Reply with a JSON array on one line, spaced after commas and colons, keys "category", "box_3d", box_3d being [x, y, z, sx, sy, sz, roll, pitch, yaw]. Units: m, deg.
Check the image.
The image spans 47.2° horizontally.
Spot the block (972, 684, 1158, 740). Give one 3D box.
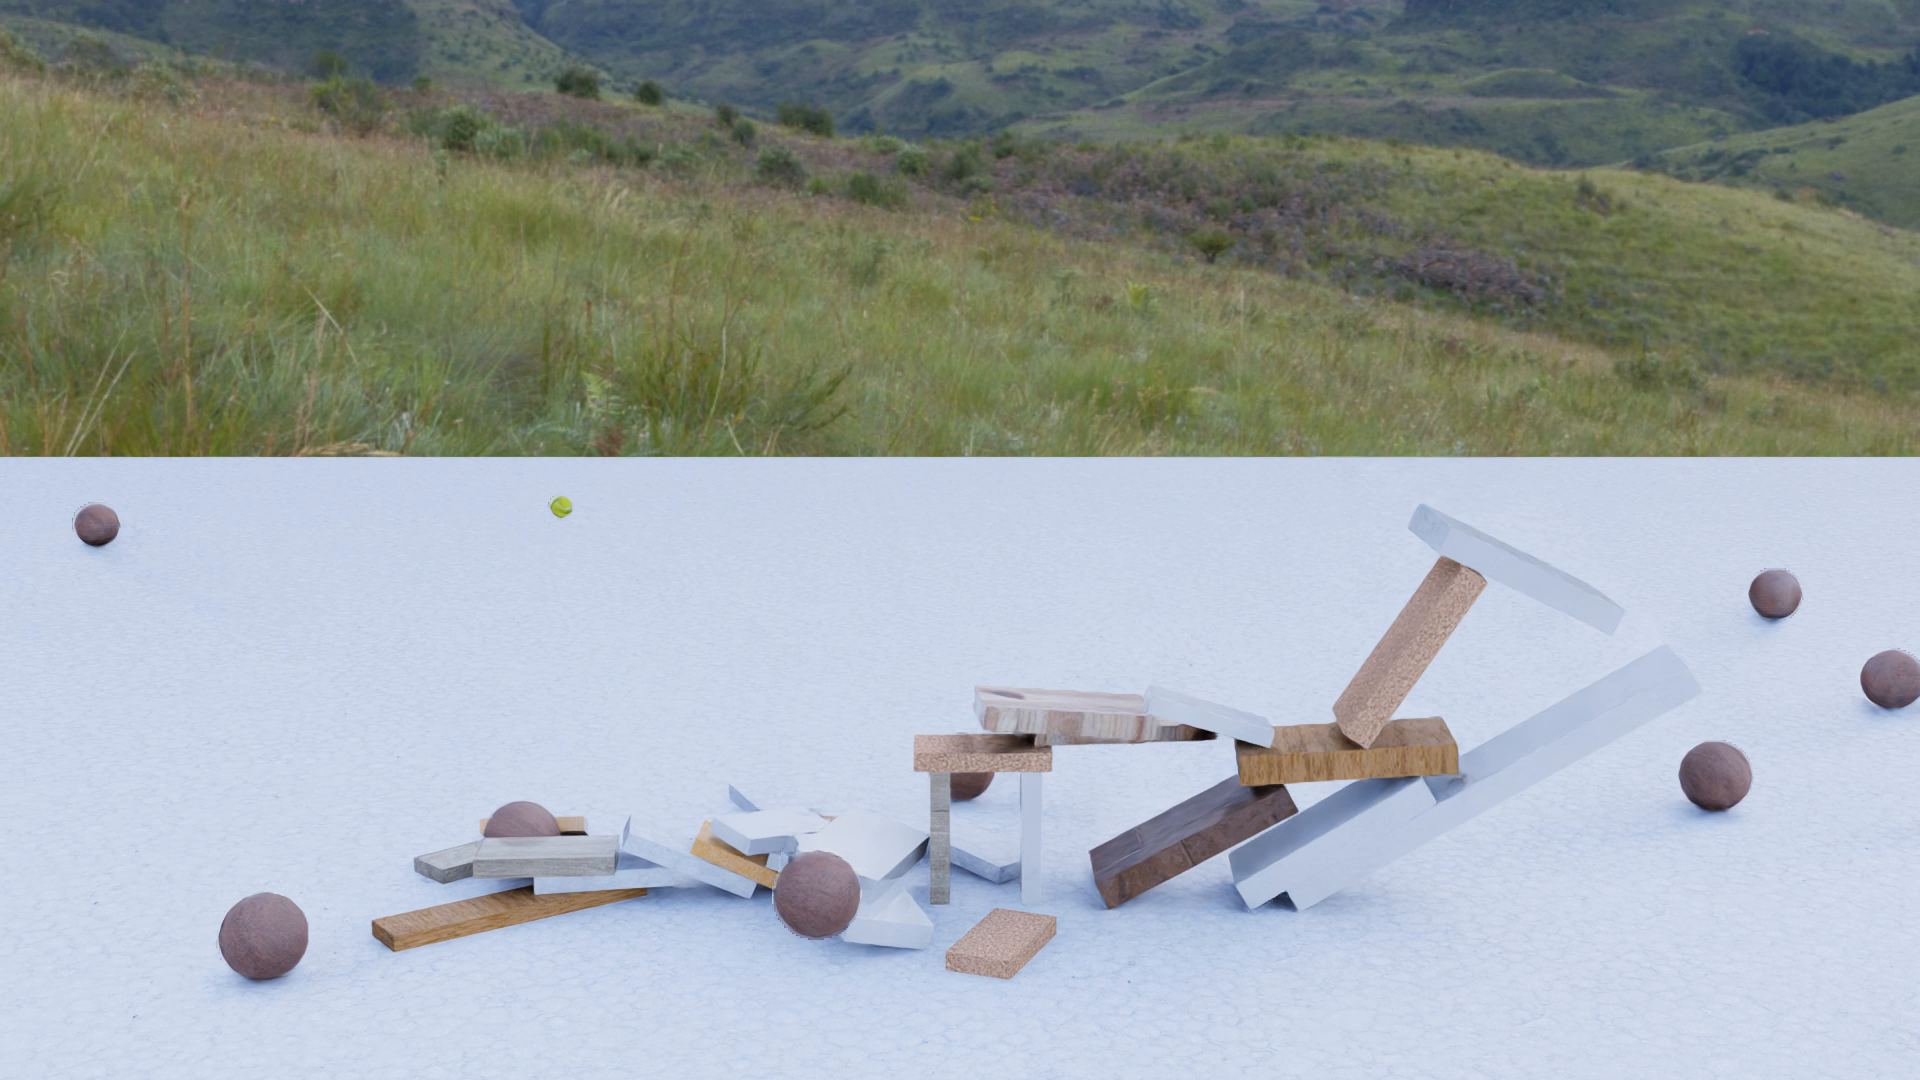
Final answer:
[{"category": "block", "box_3d": [0.172, 0.285, 3.634, 0.284, 0.040, 0.142, 4, 10, -7]}]

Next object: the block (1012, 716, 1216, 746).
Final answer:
[{"category": "block", "box_3d": [0.258, 0.315, 3.710, 0.347, 0.029, 0.104, 1, 11, -25]}]

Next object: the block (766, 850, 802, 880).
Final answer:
[{"category": "block", "box_3d": [-0.216, 0.548, 3.666, 0.200, 0.028, 0.100, 17, 12, 4]}]

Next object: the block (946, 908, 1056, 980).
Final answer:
[{"category": "block", "box_3d": [0.065, 0.624, 3.406, 0.104, 0.029, 0.208, 4, 11, 22]}]

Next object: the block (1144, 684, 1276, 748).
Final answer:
[{"category": "block", "box_3d": [0.409, 0.289, 3.622, 0.208, 0.029, 0.104, 16, 7, -1]}]

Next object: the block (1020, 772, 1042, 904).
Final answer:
[{"category": "block", "box_3d": [0.117, 0.478, 3.652, 0.032, 0.226, 0.113, 0, 10, 0]}]

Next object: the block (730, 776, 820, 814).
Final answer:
[{"category": "block", "box_3d": [-0.349, 0.492, 4.116, 0.106, 0.030, 0.212, -5, 11, -23]}]

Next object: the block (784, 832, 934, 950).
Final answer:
[{"category": "block", "box_3d": [-0.165, 0.558, 3.520, 0.142, 0.040, 0.314, 11, 13, -25]}]

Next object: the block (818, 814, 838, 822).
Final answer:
[{"category": "block", "box_3d": [-0.184, 0.529, 3.913, 0.212, 0.030, 0.106, 4, 11, 22]}]

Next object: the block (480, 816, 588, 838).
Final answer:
[{"category": "block", "box_3d": [-0.760, 0.512, 3.928, 0.182, 0.026, 0.091, -1, -12, -5]}]

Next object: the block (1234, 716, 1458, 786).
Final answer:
[{"category": "block", "box_3d": [0.633, 0.348, 3.629, 0.347, 0.049, 0.174, -4, 10, 5]}]

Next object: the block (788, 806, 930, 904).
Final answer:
[{"category": "block", "box_3d": [-0.159, 0.507, 3.566, 0.142, 0.040, 0.284, 19, 12, 13]}]

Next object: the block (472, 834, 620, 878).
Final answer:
[{"category": "block", "box_3d": [-0.680, 0.522, 3.628, 0.227, 0.032, 0.113, -1, 11, -4]}]

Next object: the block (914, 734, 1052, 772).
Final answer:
[{"category": "block", "box_3d": [0.037, 0.351, 3.627, 0.226, 0.032, 0.113, 0, 10, 0]}]

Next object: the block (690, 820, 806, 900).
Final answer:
[{"category": "block", "box_3d": [-0.347, 0.535, 3.674, 0.200, 0.028, 0.100, 24, 10, -3]}]

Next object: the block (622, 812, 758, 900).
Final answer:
[{"category": "block", "box_3d": [-0.450, 0.527, 3.667, 0.227, 0.032, 0.113, 23, 6, -11]}]

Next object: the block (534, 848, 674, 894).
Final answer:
[{"category": "block", "box_3d": [-0.594, 0.549, 3.662, 0.227, 0.032, 0.113, -2, 11, -11]}]

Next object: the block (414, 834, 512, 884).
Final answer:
[{"category": "block", "box_3d": [-0.841, 0.551, 3.807, 0.182, 0.026, 0.091, -10, 15, -44]}]

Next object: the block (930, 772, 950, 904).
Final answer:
[{"category": "block", "box_3d": [-0.033, 0.478, 3.652, 0.032, 0.226, 0.113, 0, 11, 0]}]

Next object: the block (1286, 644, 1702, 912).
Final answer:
[{"category": "block", "box_3d": [0.856, 0.388, 3.598, 0.727, 0.047, 0.165, -31, 6, 10]}]

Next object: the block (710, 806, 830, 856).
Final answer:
[{"category": "block", "box_3d": [-0.309, 0.486, 3.685, 0.200, 0.028, 0.100, 0, 17, -46]}]

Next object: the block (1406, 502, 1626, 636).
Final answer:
[{"category": "block", "box_3d": [0.904, 0.046, 3.583, 0.330, 0.047, 0.165, 25, 11, -12]}]

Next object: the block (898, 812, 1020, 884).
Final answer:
[{"category": "block", "box_3d": [0.013, 0.531, 3.817, 0.242, 0.030, 0.106, 18, 17, 40]}]

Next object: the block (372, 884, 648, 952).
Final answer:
[{"category": "block", "box_3d": [-0.725, 0.596, 3.568, 0.441, 0.026, 0.091, -8, 13, -36]}]

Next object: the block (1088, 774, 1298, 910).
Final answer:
[{"category": "block", "box_3d": [0.385, 0.486, 3.657, 0.347, 0.049, 0.174, -28, 9, 5]}]

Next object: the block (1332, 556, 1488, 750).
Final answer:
[{"category": "block", "box_3d": [0.730, 0.175, 3.584, 0.047, 0.330, 0.165, 33, 10, -3]}]

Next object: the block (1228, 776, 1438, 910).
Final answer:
[{"category": "block", "box_3d": [0.611, 0.479, 3.635, 0.347, 0.049, 0.174, -31, 6, 7]}]
